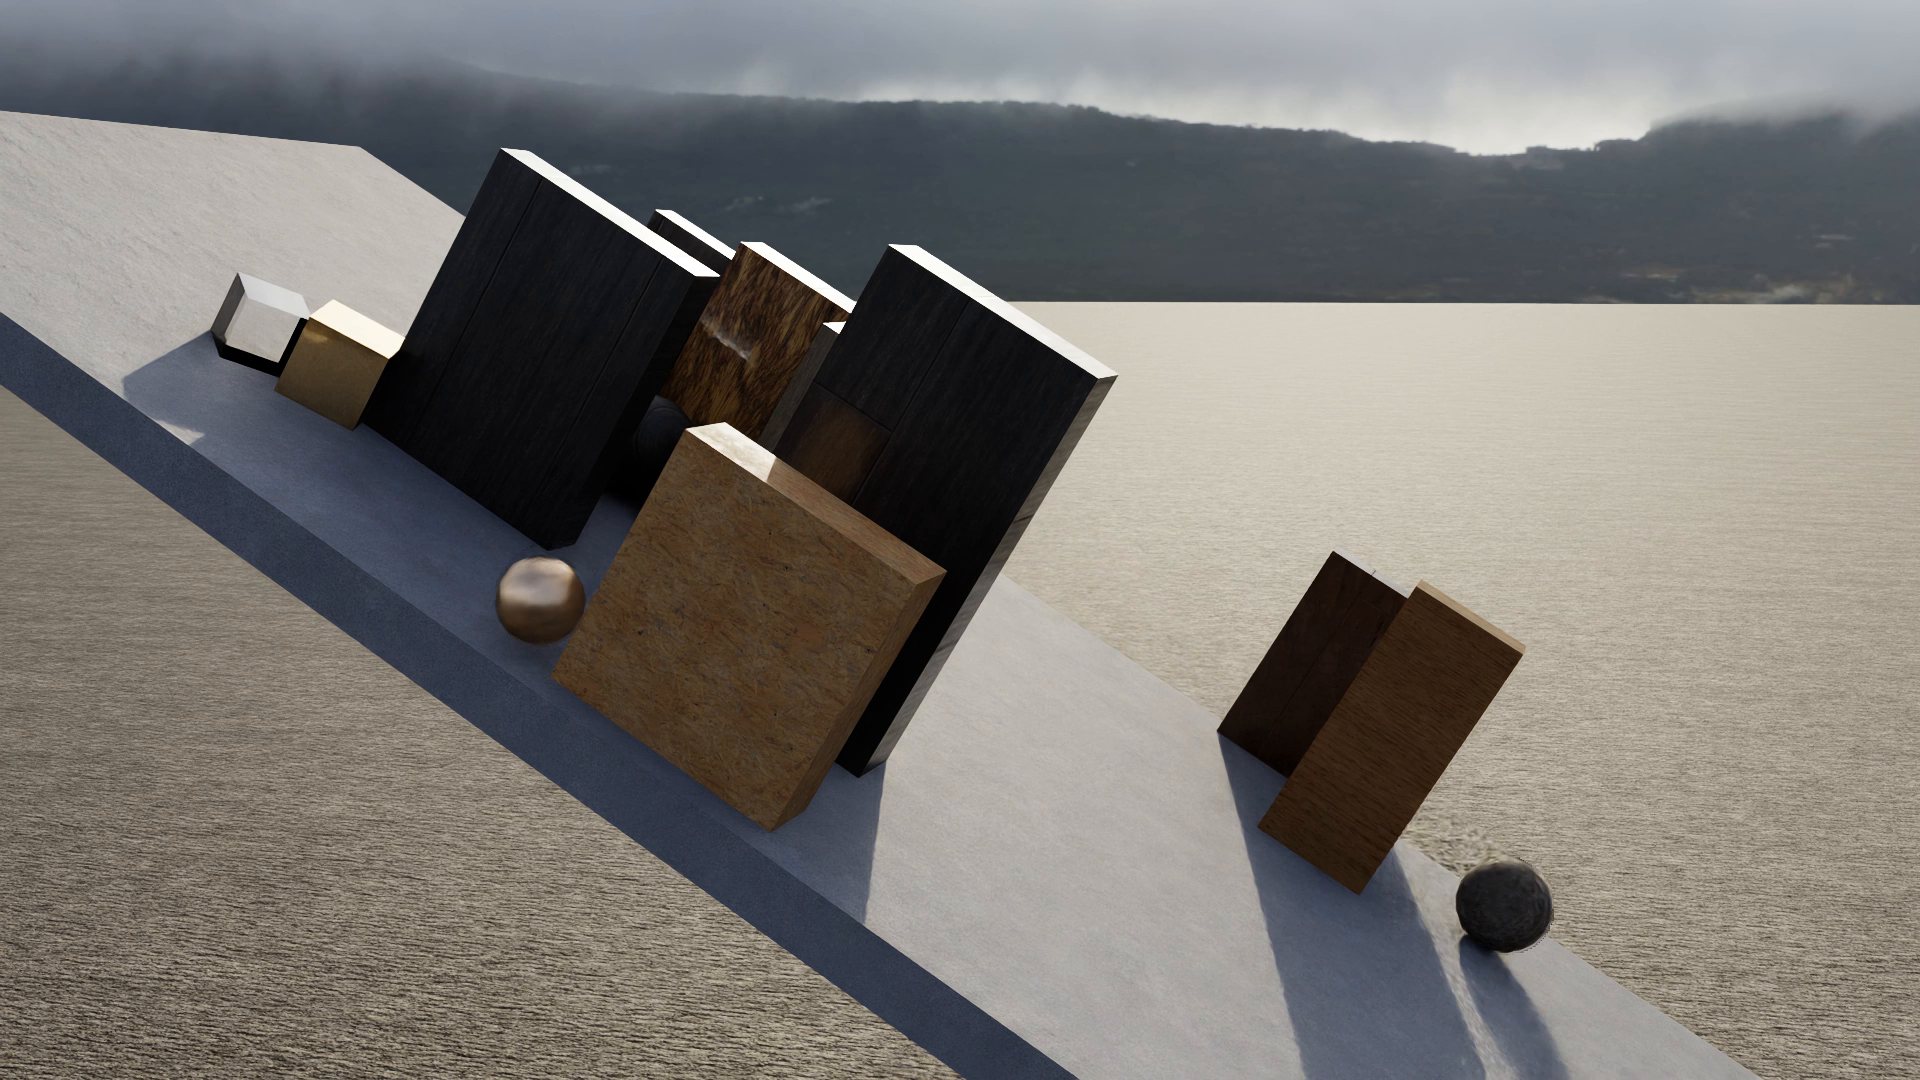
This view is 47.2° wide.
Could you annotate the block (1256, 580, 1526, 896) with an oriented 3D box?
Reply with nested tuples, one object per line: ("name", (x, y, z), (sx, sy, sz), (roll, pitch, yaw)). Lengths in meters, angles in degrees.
("block", (0.852, 0.391, 4.357), (0.240, 0.584, 0.105), (34, 15, 11))

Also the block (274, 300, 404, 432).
("block", (-1.057, -0.300, 3.765), (0.146, 0.146, 0.146), (28, 15, -9))

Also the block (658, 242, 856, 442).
("block", (-0.380, -0.261, 4.236), (0.351, 0.512, 0.110), (34, 15, 11))

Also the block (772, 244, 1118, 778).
("block", (-0.117, -0.046, 3.555), (0.394, 0.759, 0.140), (34, 15, 11))

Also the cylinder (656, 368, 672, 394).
("cylinder", (-0.666, -0.284, 4.380), (0.196, 0.196, 0.196), (34, 17, 13))

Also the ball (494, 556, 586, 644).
("ball", (-0.618, 0.088, 3.237), (0.131, 0.131, 0.131), (0, 7, 0))

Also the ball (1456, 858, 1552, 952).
("ball", (1.107, 0.742, 4.477), (0.191, 0.191, 0.191), (0, 7, 0))

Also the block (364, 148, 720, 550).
("block", (-0.715, -0.322, 3.728), (0.408, 0.539, 0.099), (34, 15, 11))

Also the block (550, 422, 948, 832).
("block", (-0.314, 0.125, 3.245), (0.409, 0.437, 0.144), (34, 15, 11))

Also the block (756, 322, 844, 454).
("block", (-0.231, -0.097, 3.986), (0.295, 0.513, 0.117), (34, 15, 11))

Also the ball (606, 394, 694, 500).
("ball", (-0.597, -0.176, 4.149), (0.201, 0.201, 0.201), (0, 7, 0))

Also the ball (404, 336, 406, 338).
("ball", (-0.961, -0.298, 3.934), (0.149, 0.149, 0.149), (0, 7, 0))

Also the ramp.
("ramp", (-0.164, 0.271, 4.118), (4.000, 0.100, 2.000), (34, 15, 11))

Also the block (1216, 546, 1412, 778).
("block", (0.873, 0.335, 4.791), (0.433, 0.479, 0.084), (34, 15, 11))

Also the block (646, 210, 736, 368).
("block", (-0.539, -0.380, 4.481), (0.410, 0.429, 0.083), (34, 15, 11))

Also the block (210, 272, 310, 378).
("block", (-1.198, -0.368, 3.772), (0.116, 0.116, 0.116), (20, 18, -35))

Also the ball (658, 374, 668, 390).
("ball", (-0.619, -0.328, 4.231), (0.115, 0.115, 0.115), (0, 7, 0))
